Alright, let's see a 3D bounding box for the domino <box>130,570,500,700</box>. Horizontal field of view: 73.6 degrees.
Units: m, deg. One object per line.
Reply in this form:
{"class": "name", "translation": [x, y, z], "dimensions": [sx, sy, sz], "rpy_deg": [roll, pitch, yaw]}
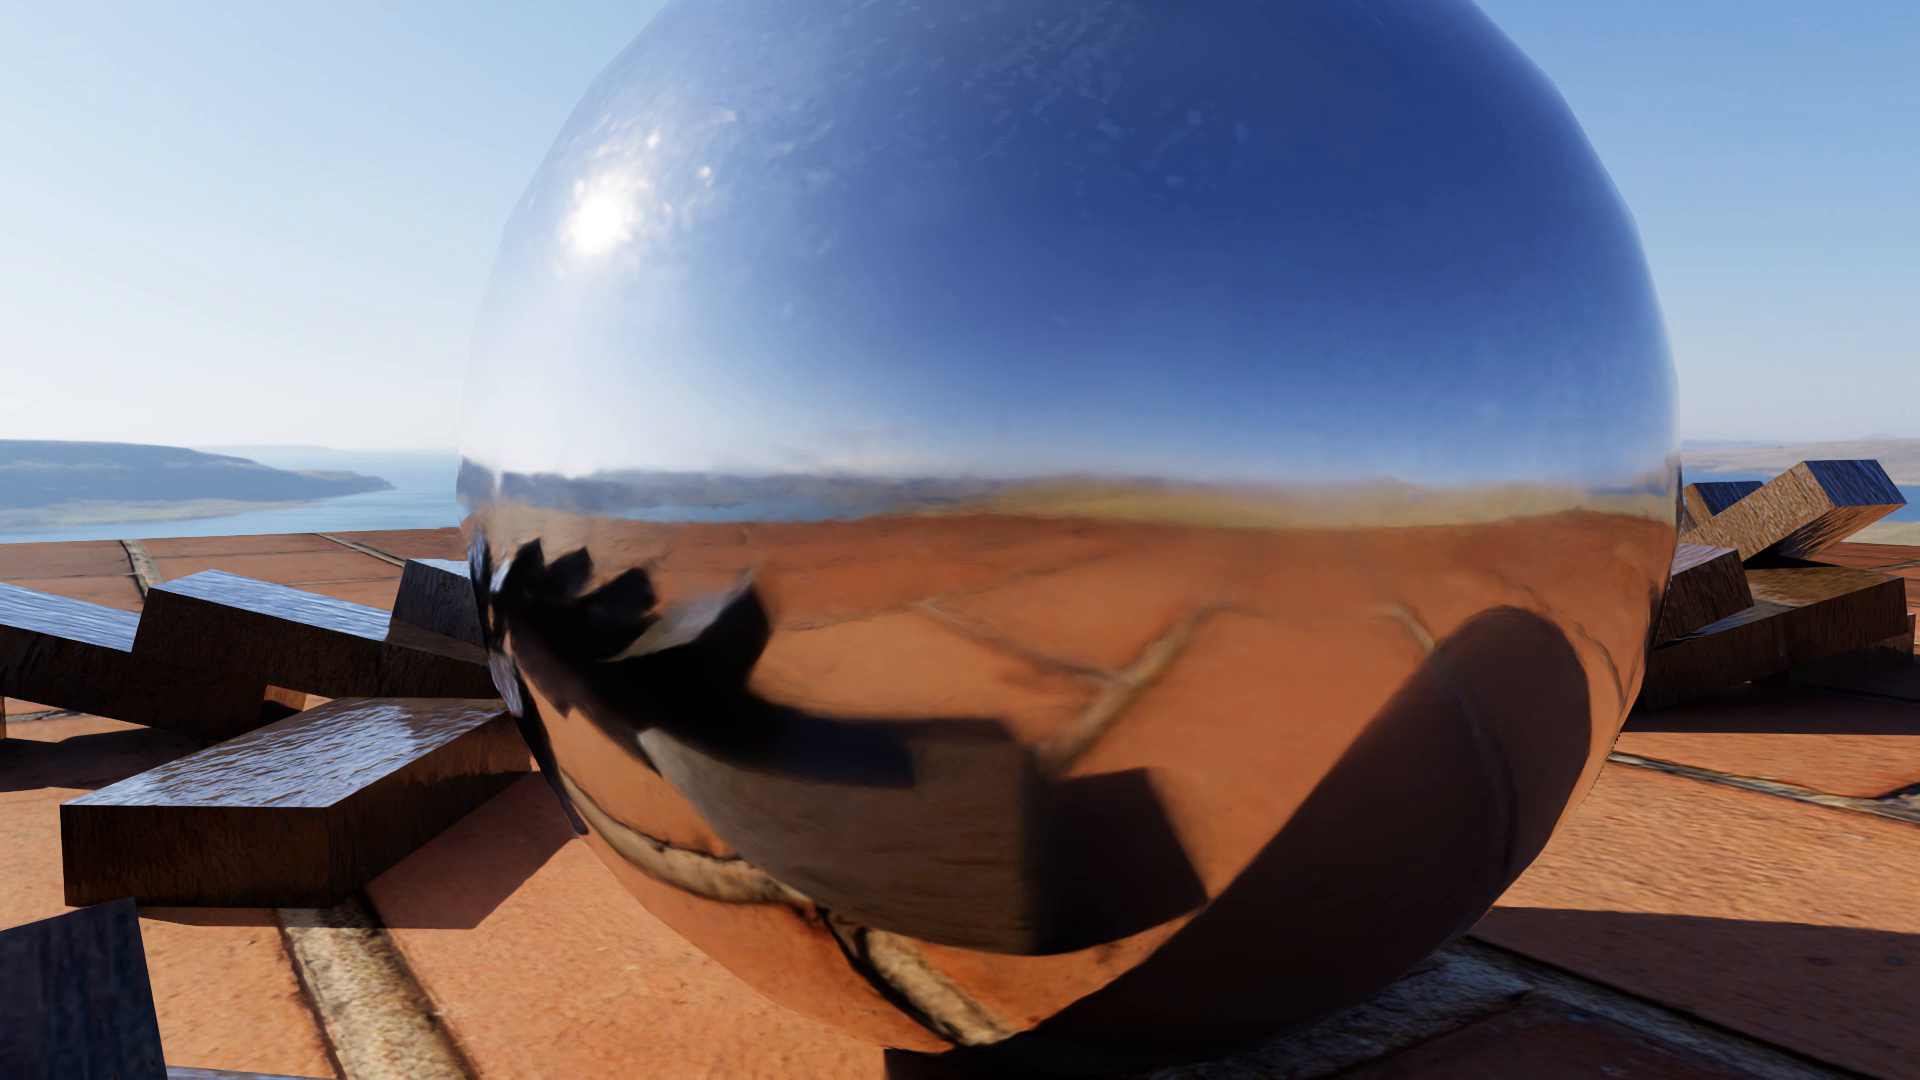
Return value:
{"class": "domino", "translation": [-0.091, 0.017, 0.192], "dimensions": [0.050, 0.010, 0.025], "rpy_deg": [16, 1, -14]}

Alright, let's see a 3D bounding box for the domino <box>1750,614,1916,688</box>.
{"class": "domino", "translation": [0.158, 0.019, 0.247], "dimensions": [0.050, 0.009, 0.025], "rpy_deg": [-3, 5, -33]}

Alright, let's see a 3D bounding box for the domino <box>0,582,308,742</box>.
{"class": "domino", "translation": [-0.124, 0.017, 0.186], "dimensions": [0.050, 0.010, 0.025], "rpy_deg": [15, 1, -13]}

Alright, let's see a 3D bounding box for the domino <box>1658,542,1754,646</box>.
{"class": "domino", "translation": [0.097, 0.014, 0.210], "dimensions": [0.050, 0.010, 0.025], "rpy_deg": [-21, 7, -6]}

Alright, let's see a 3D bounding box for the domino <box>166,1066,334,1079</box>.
{"class": "domino", "translation": [-0.022, 0.034, 0.053], "dimensions": [0.050, 0.010, 0.025], "rpy_deg": [1, 4, 9]}

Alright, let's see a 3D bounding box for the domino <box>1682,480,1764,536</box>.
{"class": "domino", "translation": [0.140, 0.005, 0.268], "dimensions": [0.025, 0.010, 0.050], "rpy_deg": [-3, -28, -32]}

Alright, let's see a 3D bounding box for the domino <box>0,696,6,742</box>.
{"class": "domino", "translation": [-0.156, 0.026, 0.164], "dimensions": [0.050, 0.010, 0.025], "rpy_deg": [-2, 5, -25]}

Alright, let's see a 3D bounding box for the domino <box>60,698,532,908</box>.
{"class": "domino", "translation": [-0.069, 0.027, 0.143], "dimensions": [0.025, 0.010, 0.050], "rpy_deg": [0, 4, 2]}

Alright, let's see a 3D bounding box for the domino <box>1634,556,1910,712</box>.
{"class": "domino", "translation": [0.129, 0.015, 0.219], "dimensions": [0.050, 0.010, 0.025], "rpy_deg": [-14, 10, -9]}

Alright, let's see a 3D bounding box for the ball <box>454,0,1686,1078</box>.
{"class": "ball", "translation": [0.006, -0.004, 0.093], "dimensions": [0.080, 0.080, 0.080], "rpy_deg": [0, 4, 0]}

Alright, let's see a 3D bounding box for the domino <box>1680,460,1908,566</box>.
{"class": "domino", "translation": [0.147, 0.003, 0.244], "dimensions": [0.025, 0.009, 0.050], "rpy_deg": [-3, -30, -30]}

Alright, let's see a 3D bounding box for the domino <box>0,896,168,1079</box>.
{"class": "domino", "translation": [-0.060, 0.026, 0.056], "dimensions": [0.050, 0.010, 0.025], "rpy_deg": [-18, -7, 34]}

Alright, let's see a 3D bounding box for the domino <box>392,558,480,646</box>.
{"class": "domino", "translation": [-0.062, 0.015, 0.208], "dimensions": [0.050, 0.009, 0.025], "rpy_deg": [16, 1, 12]}
